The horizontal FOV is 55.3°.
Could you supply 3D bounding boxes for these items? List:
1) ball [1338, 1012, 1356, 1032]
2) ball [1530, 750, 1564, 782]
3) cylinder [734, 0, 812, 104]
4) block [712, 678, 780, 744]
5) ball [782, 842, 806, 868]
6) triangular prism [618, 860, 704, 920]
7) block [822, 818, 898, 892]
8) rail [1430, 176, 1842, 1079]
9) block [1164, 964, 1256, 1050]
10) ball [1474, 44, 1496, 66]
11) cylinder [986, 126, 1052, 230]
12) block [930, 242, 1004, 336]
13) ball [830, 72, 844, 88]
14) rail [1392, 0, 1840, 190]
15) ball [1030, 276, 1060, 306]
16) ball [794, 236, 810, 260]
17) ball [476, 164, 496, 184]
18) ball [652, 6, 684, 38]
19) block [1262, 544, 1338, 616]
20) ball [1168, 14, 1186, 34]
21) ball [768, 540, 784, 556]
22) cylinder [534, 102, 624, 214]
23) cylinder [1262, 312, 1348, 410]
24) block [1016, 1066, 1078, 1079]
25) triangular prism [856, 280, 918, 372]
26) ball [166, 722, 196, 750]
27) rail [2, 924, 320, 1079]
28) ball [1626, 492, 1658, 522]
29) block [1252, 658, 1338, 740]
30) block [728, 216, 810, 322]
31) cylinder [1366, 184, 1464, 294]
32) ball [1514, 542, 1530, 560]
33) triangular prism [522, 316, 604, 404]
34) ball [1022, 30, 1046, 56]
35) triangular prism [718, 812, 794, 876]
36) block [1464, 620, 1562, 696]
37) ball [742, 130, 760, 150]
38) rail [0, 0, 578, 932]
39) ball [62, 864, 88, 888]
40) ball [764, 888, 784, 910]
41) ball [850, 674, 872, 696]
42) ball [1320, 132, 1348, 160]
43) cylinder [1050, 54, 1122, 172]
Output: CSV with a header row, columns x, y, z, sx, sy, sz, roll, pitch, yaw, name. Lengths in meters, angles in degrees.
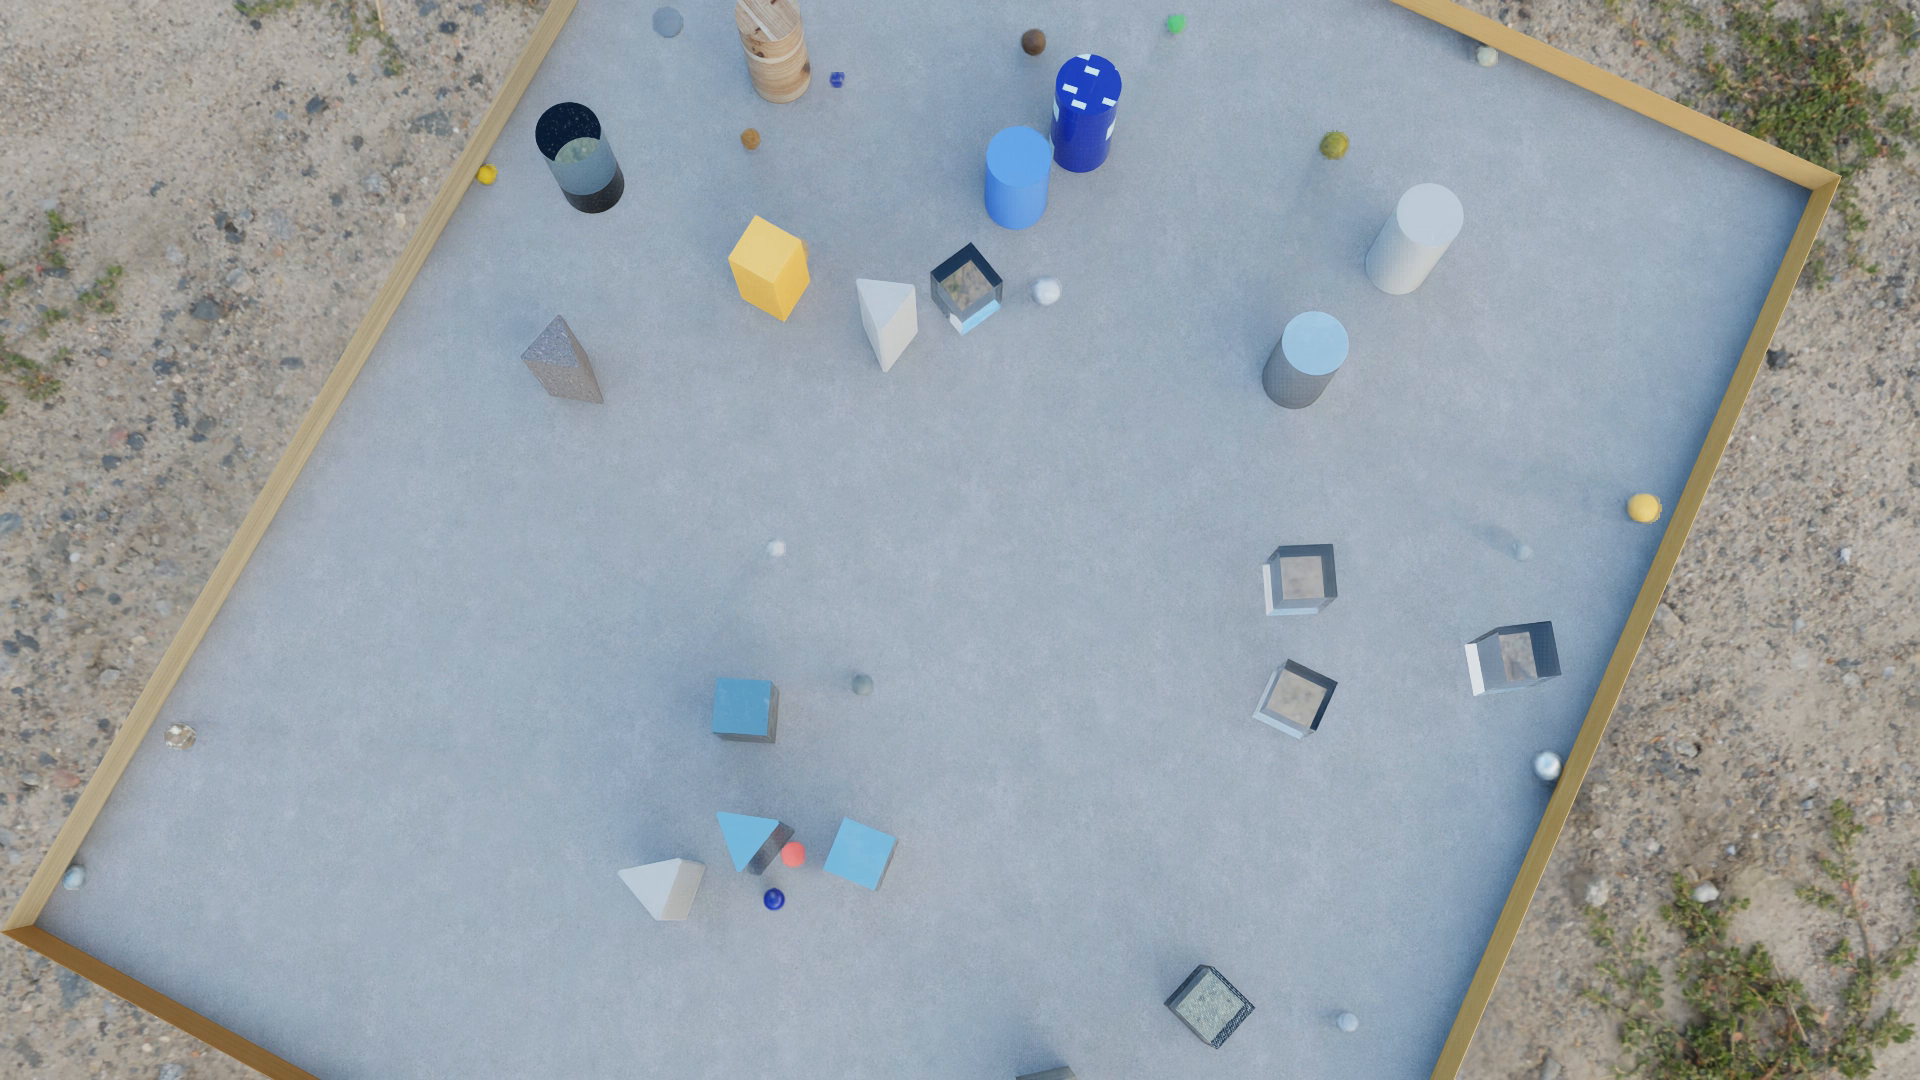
x,y,z,sx,sy,sz,roll,pitch,yaw,name
1.121,1.395,5.301,0.054,0.054,0.054,0,78,0,ball
1.740,0.669,5.431,0.093,0.093,0.093,0,78,0,ball
-0.579,-1.545,5.720,0.197,0.425,0.197,0,78,0,cylinder
-0.626,0.503,5.381,0.157,0.257,0.157,4,78,1,block
-0.488,0.926,5.387,0.075,0.075,0.075,0,78,0,ball
-0.810,0.958,5.171,0.147,0.485,0.170,-41,81,-8,triangular prism
-0.283,0.910,5.289,0.157,0.274,0.157,22,79,4,block
1.720,0.849,5.375,0.045,0.128,4.527,26,80,5,rail
0.703,1.319,5.189,0.157,0.303,0.157,43,82,8,block
1.694,-1.561,5.905,0.067,0.067,0.067,0,78,0,ball
0.177,-1.116,5.671,0.197,0.346,0.197,0,78,0,cylinder
0.020,-0.771,5.653,0.157,0.242,0.157,-37,81,-7,block
-0.397,-1.479,5.898,0.048,0.048,0.048,0,78,0,ball
1.002,-1.955,5.955,3.893,0.128,0.045,26,80,5,rail
0.267,-0.778,5.731,0.091,0.091,0.091,0,78,0,ball
-0.520,-0.908,5.757,0.094,0.094,0.094,0,78,0,ball
-1.507,-1.162,5.826,0.060,0.060,0.060,0,78,0,ball
-0.942,-1.670,5.912,0.098,0.098,0.098,0,78,0,ball
1.006,0.121,5.440,0.157,0.296,0.157,-3,78,-1,block
0.701,-1.671,5.933,0.057,0.057,0.057,0,78,0,ball
-0.561,0.026,5.585,0.051,0.051,0.051,0,78,0,ball
-1.169,-1.175,5.658,0.197,0.396,0.197,0,78,0,cylinder
1.040,-0.539,5.542,0.197,0.365,0.197,0,78,0,cylinder
0.252,1.573,5.096,0.157,0.382,0.157,-11,79,-2,block
-0.243,-0.676,5.545,0.147,0.414,0.170,36,81,7,triangular prism
-2.318,0.585,5.454,0.082,0.082,0.082,0,78,0,ball
-1.002,1.969,5.143,3.893,0.128,0.045,26,80,5,rail
2.083,-0.099,5.590,0.091,0.091,0.091,0,78,0,ball
0.983,0.471,5.390,0.157,0.253,0.157,26,79,5,block
-0.580,-0.826,5.606,0.157,0.356,0.157,30,80,6,block
1.381,-0.913,5.590,0.197,0.423,0.197,0,78,0,cylinder
1.712,0.034,5.583,0.052,0.052,0.052,0,78,0,ball
-1.183,-0.550,5.535,0.170,0.383,0.147,9,78,2,triangular prism
0.238,-1.603,5.907,0.081,0.081,0.081,0,78,0,ball
-0.601,0.833,5.195,0.147,0.488,0.170,38,81,7,triangular prism
1.616,0.350,5.369,0.157,0.342,0.157,-7,78,-1,block
-0.667,-1.276,5.850,0.061,0.061,0.061,0,78,0,ball
-1.720,-0.835,5.723,0.045,0.128,4.527,26,80,5,rail
-2.597,0.987,5.378,0.067,0.067,0.067,0,78,0,ball
-0.544,1.052,5.366,0.063,0.063,0.063,0,78,0,ball
-0.296,0.435,5.494,0.063,0.063,0.063,0,78,0,ball
1.191,-1.252,5.832,0.086,0.086,0.086,0,78,0,ball
0.384,-1.313,5.670,0.197,0.429,0.197,0,78,0,cylinder
